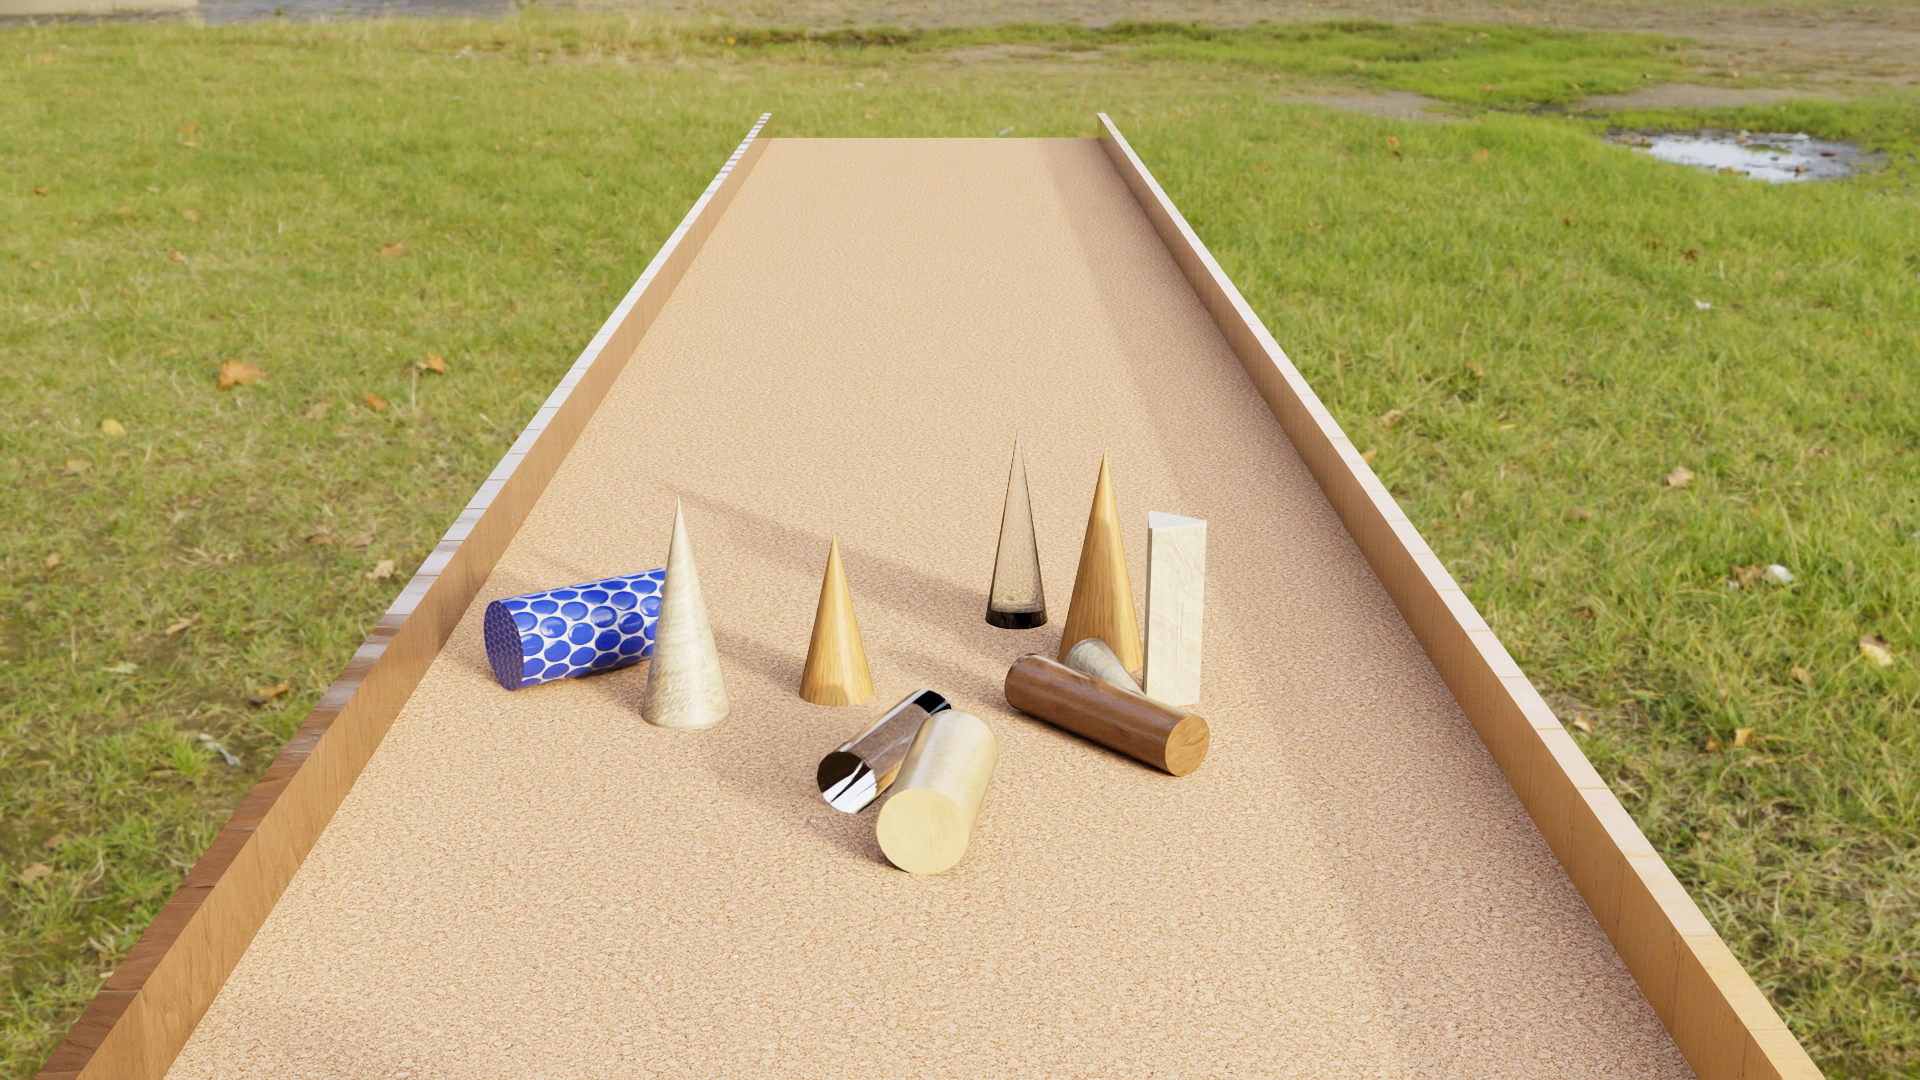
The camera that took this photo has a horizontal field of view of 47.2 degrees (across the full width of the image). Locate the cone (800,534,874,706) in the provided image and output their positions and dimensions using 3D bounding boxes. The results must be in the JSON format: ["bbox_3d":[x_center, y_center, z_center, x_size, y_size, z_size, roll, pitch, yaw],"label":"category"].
[{"bbox_3d":[-0.237,0.139,4.190,0.145,0.325,0.145,0,17,0],"label":"cone"}]

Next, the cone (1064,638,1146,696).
[{"bbox_3d":[0.331,0.310,4.097,0.100,0.100,0.399,-8,25,-24],"label":"cone"}]

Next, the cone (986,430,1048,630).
[{"bbox_3d":[0.120,-0.036,4.600,0.134,0.426,0.134,0,17,0],"label":"cone"}]

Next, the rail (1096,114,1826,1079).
[{"bbox_3d":[0.932,-0.844,7.801,0.050,0.150,12.000,0,17,-1],"label":"rail"}]

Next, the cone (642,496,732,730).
[{"bbox_3d":[-0.513,0.121,4.071,0.169,0.426,0.169,0,17,0],"label":"cone"}]

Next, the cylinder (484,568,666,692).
[{"bbox_3d":[-0.731,0.173,4.332,0.365,0.179,0.179,-12,20,-35],"label":"cylinder"}]

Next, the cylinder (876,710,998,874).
[{"bbox_3d":[-0.033,0.407,3.600,0.147,0.147,0.346,2,17,8],"label":"cylinder"}]

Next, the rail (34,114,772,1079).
[{"bbox_3d":[-1.118,-0.838,7.780,0.050,0.150,12.000,0,17,-1],"label":"rail"}]

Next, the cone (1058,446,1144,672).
[{"bbox_3d":[0.283,0.029,4.352,0.173,0.442,0.173,0,17,0],"label":"cone"}]

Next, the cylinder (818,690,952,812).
[{"bbox_3d":[-0.124,0.363,3.814,0.110,0.110,0.321,7,18,23],"label":"cylinder"}]

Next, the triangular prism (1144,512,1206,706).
[{"bbox_3d":[0.381,0.130,4.160,0.121,0.357,0.105,-7,18,-25],"label":"triangular prism"}]

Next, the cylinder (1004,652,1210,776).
[{"bbox_3d":[0.261,0.312,3.983,0.111,0.111,0.422,-13,21,-38],"label":"cylinder"}]
